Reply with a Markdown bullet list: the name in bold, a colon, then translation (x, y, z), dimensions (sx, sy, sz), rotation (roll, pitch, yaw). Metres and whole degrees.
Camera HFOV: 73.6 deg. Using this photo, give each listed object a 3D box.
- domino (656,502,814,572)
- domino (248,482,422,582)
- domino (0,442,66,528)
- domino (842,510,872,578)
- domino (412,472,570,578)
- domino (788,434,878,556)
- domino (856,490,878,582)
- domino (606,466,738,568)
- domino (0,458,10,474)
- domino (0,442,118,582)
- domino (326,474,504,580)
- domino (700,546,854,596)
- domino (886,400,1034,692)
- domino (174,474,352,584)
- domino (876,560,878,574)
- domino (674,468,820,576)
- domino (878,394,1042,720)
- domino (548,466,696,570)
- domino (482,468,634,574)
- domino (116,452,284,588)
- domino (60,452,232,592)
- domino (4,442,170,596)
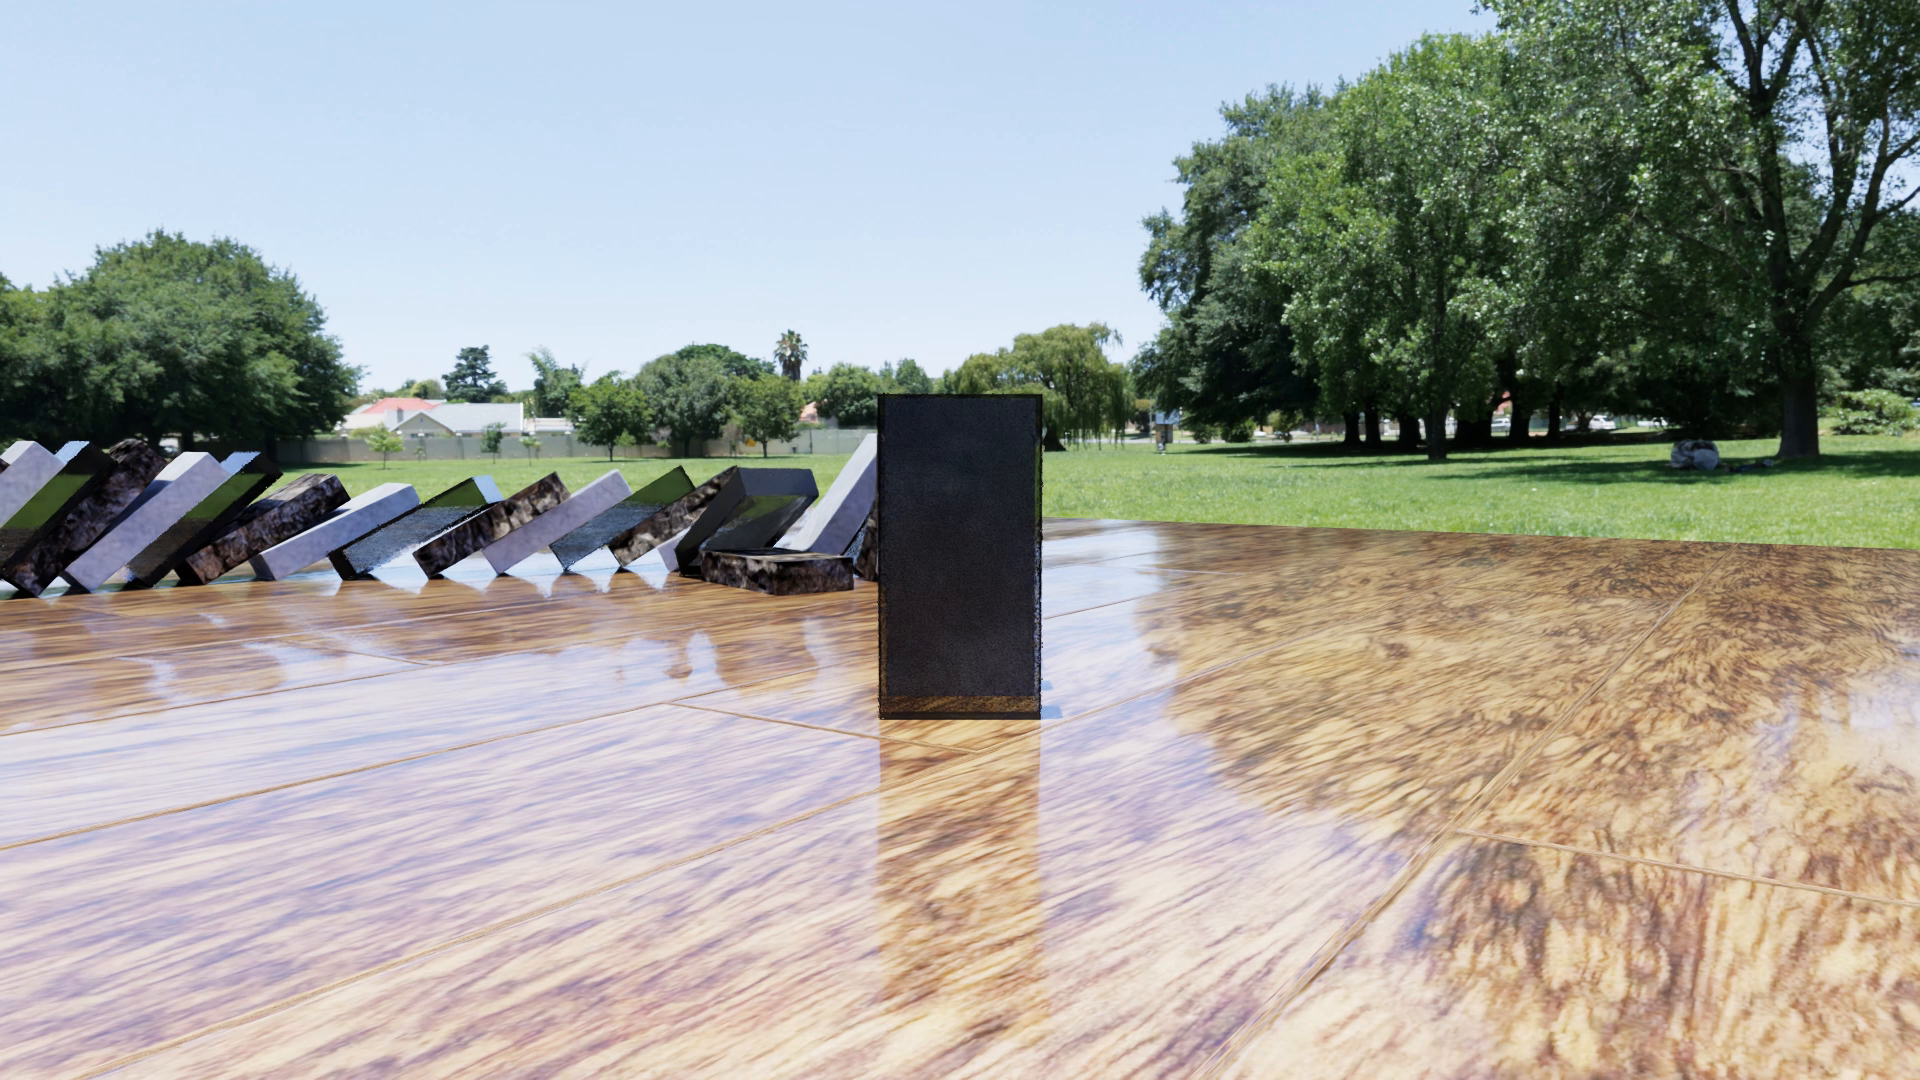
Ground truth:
- **domino**: translation (-0.076, -0.005, 0.436), dimensions (0.050, 0.009, 0.025), rotation (-25, 3, 3)
- **domino**: translation (-0.205, -0.004, 0.420), dimensions (0.050, 0.009, 0.025), rotation (-34, 25, -35)
- **domino**: translation (-0.273, -0.006, 0.354), dimensions (0.025, 0.050, 0.009), rotation (4, -37, 44)
- **domino**: translation (-0.021, -0.012, 0.417), dimensions (0.010, 0.050, 0.025), rotation (34, 4, -1)
- **domino**: translation (-0.152, -0.006, 0.420), dimensions (0.050, 0.009, 0.025), rotation (-32, 12, -12)
- **domino**: translation (-0.037, -0.012, 0.416), dimensions (0.009, 0.050, 0.025), rotation (37, -9, -19)
- **domino**: translation (-0.014, -0.012, 0.398), dimensions (0.025, 0.050, 0.010), rotation (-4, 30, -41)
- **domino**: translation (-0.097, -0.008, 0.442), dimensions (0.050, 0.009, 0.025), rotation (-33, 10, -14)
- **domino**: translation (-0.282, -0.005, 0.345), dimensions (0.025, 0.050, 0.010), rotation (4, -37, 44)
- **domino**: translation (-0.265, -0.006, 0.364), dimensions (0.025, 0.050, 0.009), rotation (4, -37, 44)
- **domino**: translation (-0.174, -0.004, 0.413), dimensions (0.050, 0.010, 0.025), rotation (-29, 8, -5)
- **domino**: translation (-0.056, 0.009, 0.386), dimensions (0.025, 0.009, 0.050), rotation (-3, 5, -36)
- **domino**: translation (0.000, 0.001, 0.223), dimensions (0.025, 0.050, 0.009), rotation (0, 4, 0)
- **domino**: translation (-0.223, -0.004, 0.408), dimensions (0.025, 0.009, 0.050), rotation (4, 35, 44)
- **domino**: translation (-0.009, -0.011, 0.384), dimensions (0.025, 0.050, 0.009), rotation (-2, 28, -25)
- **domino**: translation (-0.068, -0.005, 0.402), dimensions (0.025, 0.009, 0.050), rotation (-1, -28, -38)
- **domino**: translation (0.000, 0.002, 0.201), dimensions (0.025, 0.050, 0.009), rotation (0, 4, 0)
- **domino**: translation (-0.115, -0.008, 0.436), dimensions (0.050, 0.010, 0.025), rotation (-33, 10, -13)
- **domino**: translation (-0.134, -0.007, 0.428), dimensions (0.050, 0.010, 0.025), rotation (-33, 12, -13)
- **domino**: translation (-0.236, -0.007, 0.396), dimensions (0.025, 0.009, 0.050), rotation (4, 47, 44)
- **domino**: translation (-0.246, -0.006, 0.385), dimensions (0.025, 0.009, 0.050), rotation (4, 47, 44)
- **domino**: translation (-0.257, -0.007, 0.374), dimensions (0.025, 0.050, 0.010), rotation (4, -37, 44)
